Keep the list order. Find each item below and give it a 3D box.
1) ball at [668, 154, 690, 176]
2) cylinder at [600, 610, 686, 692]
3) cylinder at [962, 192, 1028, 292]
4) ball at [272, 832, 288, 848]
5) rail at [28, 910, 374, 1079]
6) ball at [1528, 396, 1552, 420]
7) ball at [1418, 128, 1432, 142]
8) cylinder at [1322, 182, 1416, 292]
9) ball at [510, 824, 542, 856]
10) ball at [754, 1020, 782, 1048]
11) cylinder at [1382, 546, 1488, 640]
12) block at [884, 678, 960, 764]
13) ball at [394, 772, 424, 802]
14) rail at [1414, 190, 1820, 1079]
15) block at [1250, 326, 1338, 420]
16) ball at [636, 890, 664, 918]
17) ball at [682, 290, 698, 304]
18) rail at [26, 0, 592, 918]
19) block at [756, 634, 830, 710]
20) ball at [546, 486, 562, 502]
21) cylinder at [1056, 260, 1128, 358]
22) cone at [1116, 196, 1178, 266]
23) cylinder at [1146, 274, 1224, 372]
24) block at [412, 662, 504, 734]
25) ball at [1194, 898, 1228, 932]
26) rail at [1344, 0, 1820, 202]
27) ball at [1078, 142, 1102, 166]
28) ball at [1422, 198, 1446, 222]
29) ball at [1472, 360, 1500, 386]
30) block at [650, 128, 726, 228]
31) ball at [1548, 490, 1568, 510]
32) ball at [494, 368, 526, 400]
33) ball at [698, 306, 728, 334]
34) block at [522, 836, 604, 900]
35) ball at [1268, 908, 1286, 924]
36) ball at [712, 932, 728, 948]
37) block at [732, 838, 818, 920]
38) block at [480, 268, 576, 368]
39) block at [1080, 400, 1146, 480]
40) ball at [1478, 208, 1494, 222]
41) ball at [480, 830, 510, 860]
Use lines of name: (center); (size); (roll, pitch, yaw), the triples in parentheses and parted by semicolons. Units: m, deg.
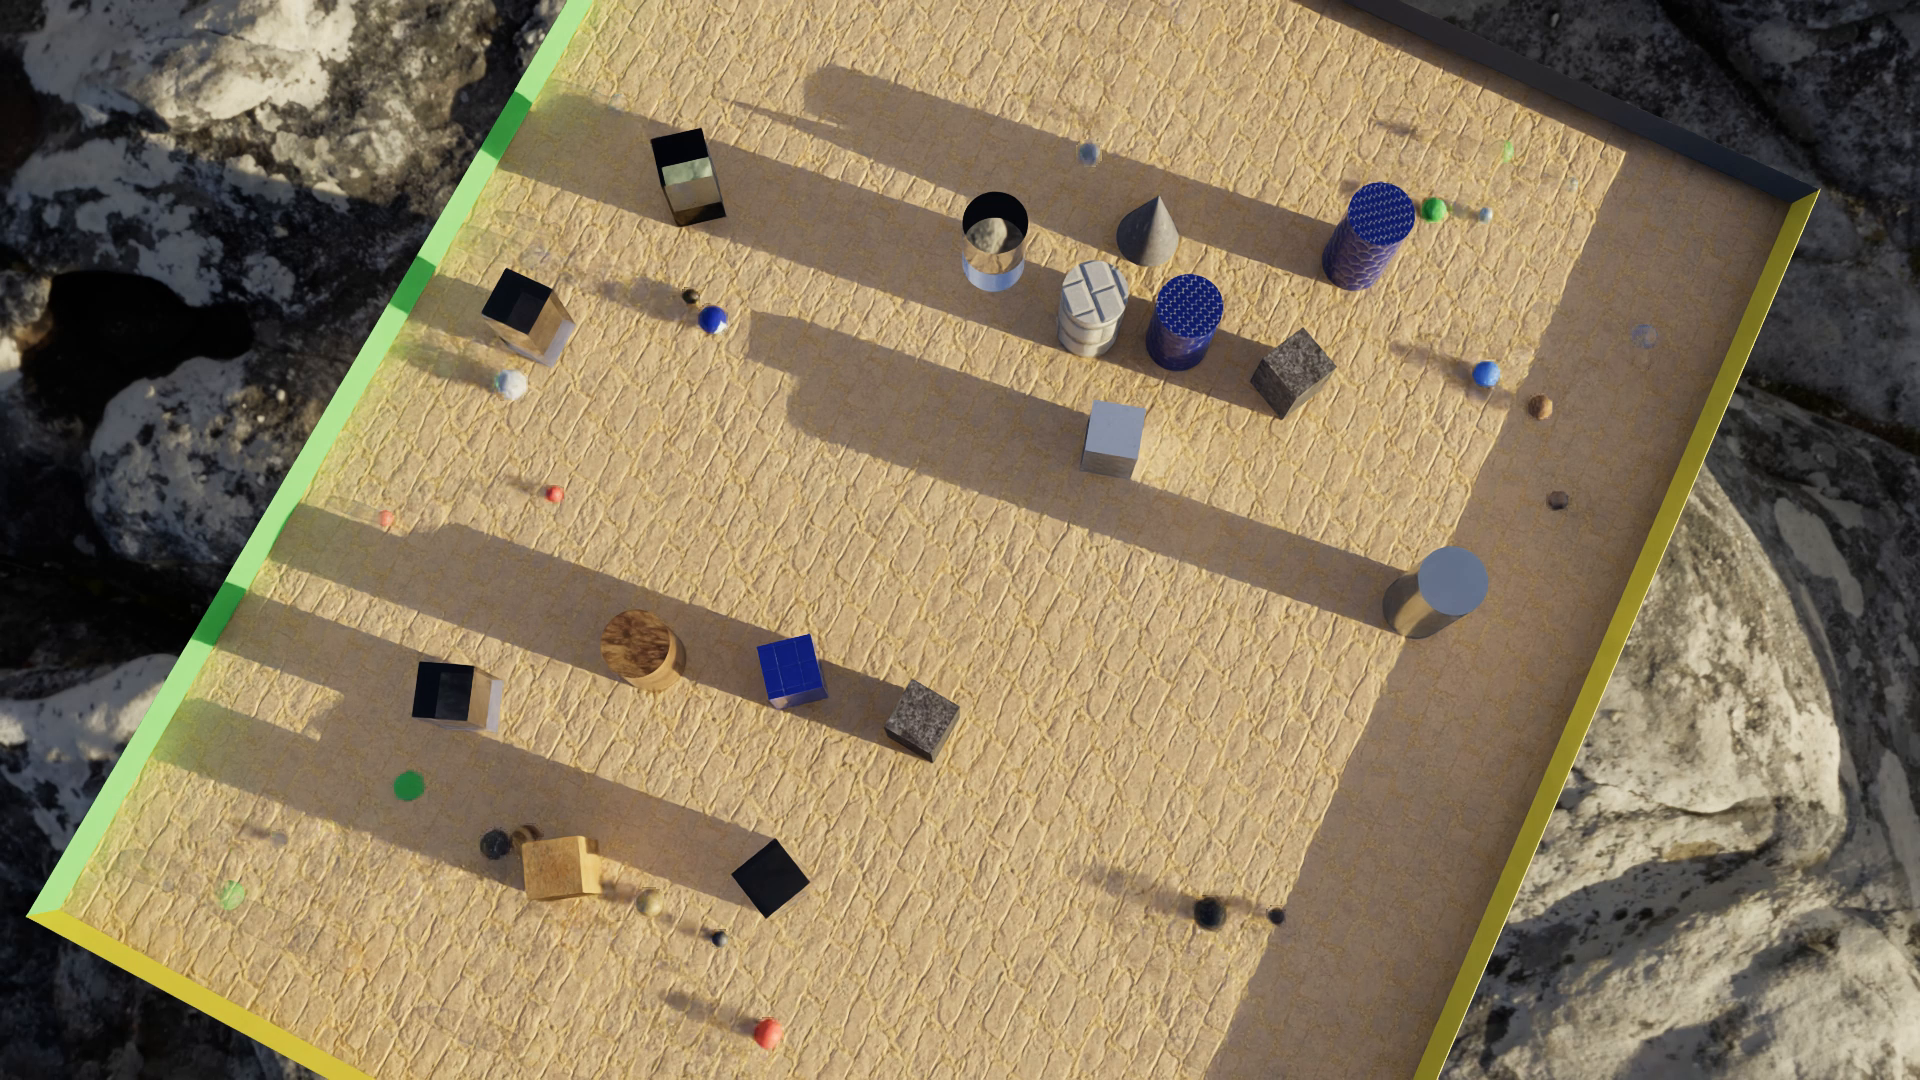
ball: (-0.894, -1.194, 5.827); (0.068, 0.068, 0.068); (0, 78, 0)
cylinder: (-0.926, 0.328, 5.383); (0.198, 0.325, 0.198); (0, 78, 0)
cylinder: (0.106, -0.914, 5.635); (0.198, 0.335, 0.198); (0, 78, 0)
ball: (-2.006, 0.885, 5.411); (0.044, 0.044, 0.044); (0, 78, 0)
rail: (-0.970, 1.906, 5.155); (3.806, 0.129, 0.045); (26, 80, 5)
ball: (1.794, -0.409, 5.664); (0.072, 0.072, 0.072); (0, 78, 0)
ball: (1.489, -1.294, 5.862); (0.043, 0.043, 0.043); (0, 78, 0)
cylinder: (1.244, -0.922, 5.602); (0.198, 0.401, 0.198); (0, 78, 0)
ball: (-1.274, 0.884, 5.385); (0.094, 0.094, 0.094); (0, 78, 0)
ball: (-0.554, 1.424, 5.281); (0.081, 0.081, 0.081); (0, 78, 0)
cylinder: (1.384, 0.159, 5.357); (0.198, 0.444, 0.198); (0, 78, 0)
block: (-0.108, 0.532, 5.350); (0.158, 0.306, 0.158); (30, 80, 6)
ball: (-1.632, 0.729, 5.422); (0.085, 0.085, 0.085); (0, 78, 0)
rail: (1.681, 0.830, 5.378); (0.045, 0.129, 4.385); (26, 80, 5)
block: (1.015, -0.506, 5.595); (0.158, 0.248, 0.158); (-37, 81, -7)
ball: (-0.908, 1.062, 5.355); (0.081, 0.081, 0.081); (0, 78, 0)
ball: (-0.845, -0.763, 5.750); (0.048, 0.048, 0.048); (0, 78, 0)
rail: (-1.681, -0.816, 5.719); (0.045, 0.129, 4.385); (26, 80, 5)
block: (-0.489, 0.391, 5.397); (0.158, 0.271, 0.158); (-14, 79, -3)
ball: (-1.244, -0.140, 5.620); (0.050, 0.050, 0.050); (0, 78, 0)
cylinder: (0.400, -0.700, 5.590); (0.198, 0.337, 0.198); (0, 78, 0)
cone: (0.595, -0.996, 5.646); (0.198, 0.345, 0.198); (0, 78, 0)
cylinder: (0.680, -0.658, 5.581); (0.198, 0.337, 0.198); (0, 78, 0)
block: (-1.461, 0.462, 5.347); (0.158, 0.340, 0.158); (4, 78, 1)
ball: (0.730, 1.091, 5.340); (0.099, 0.099, 0.099); (0, 78, 0)
rail: (0.970, -1.893, 5.942); (3.806, 0.129, 0.045); (26, 80, 5)
ball: (0.412, -1.230, 5.833); (0.075, 0.075, 0.075); (0, 78, 0)
ball: (1.498, -1.043, 5.793); (0.077, 0.077, 0.077); (0, 78, 0)
ball: (1.632, -0.516, 5.682); (0.080, 0.080, 0.080); (0, 78, 0)
block: (-0.838, -1.119, 5.680); (0.158, 0.330, 0.158); (-13, 79, -3)
ball: (1.832, -0.122, 5.611); (0.060, 0.060, 0.060); (0, 78, 0)
ball: (-1.390, -0.482, 5.666); (0.099, 0.099, 0.099); (0, 78, 0)
ball: (-0.771, -0.686, 5.712); (0.091, 0.091, 0.091); (0, 78, 0)
block: (-1.141, 0.946, 5.270); (0.158, 0.295, 0.158); (-7, 78, -2)
ball: (0.927, 1.101, 5.364); (0.049, 0.049, 0.049); (0, 78, 0)
ball: (-0.699, 1.167, 5.351); (0.048, 0.048, 0.048); (0, 78, 0)
block: (-0.527, 0.973, 5.252); (0.158, 0.319, 0.158); (-39, 81, -7)
block: (-1.312, -0.673, 5.586); (0.158, 0.332, 0.158); (25, 79, 5)
block: (0.461, -0.302, 5.549); (0.158, 0.255, 0.158); (10, 78, 2)
ball: (1.665, -1.029, 5.806); (0.047, 0.047, 0.047); (0, 78, 0)
ball: (-1.366, 0.896, 5.387); (0.086, 0.086, 0.086); (0, 78, 0)
